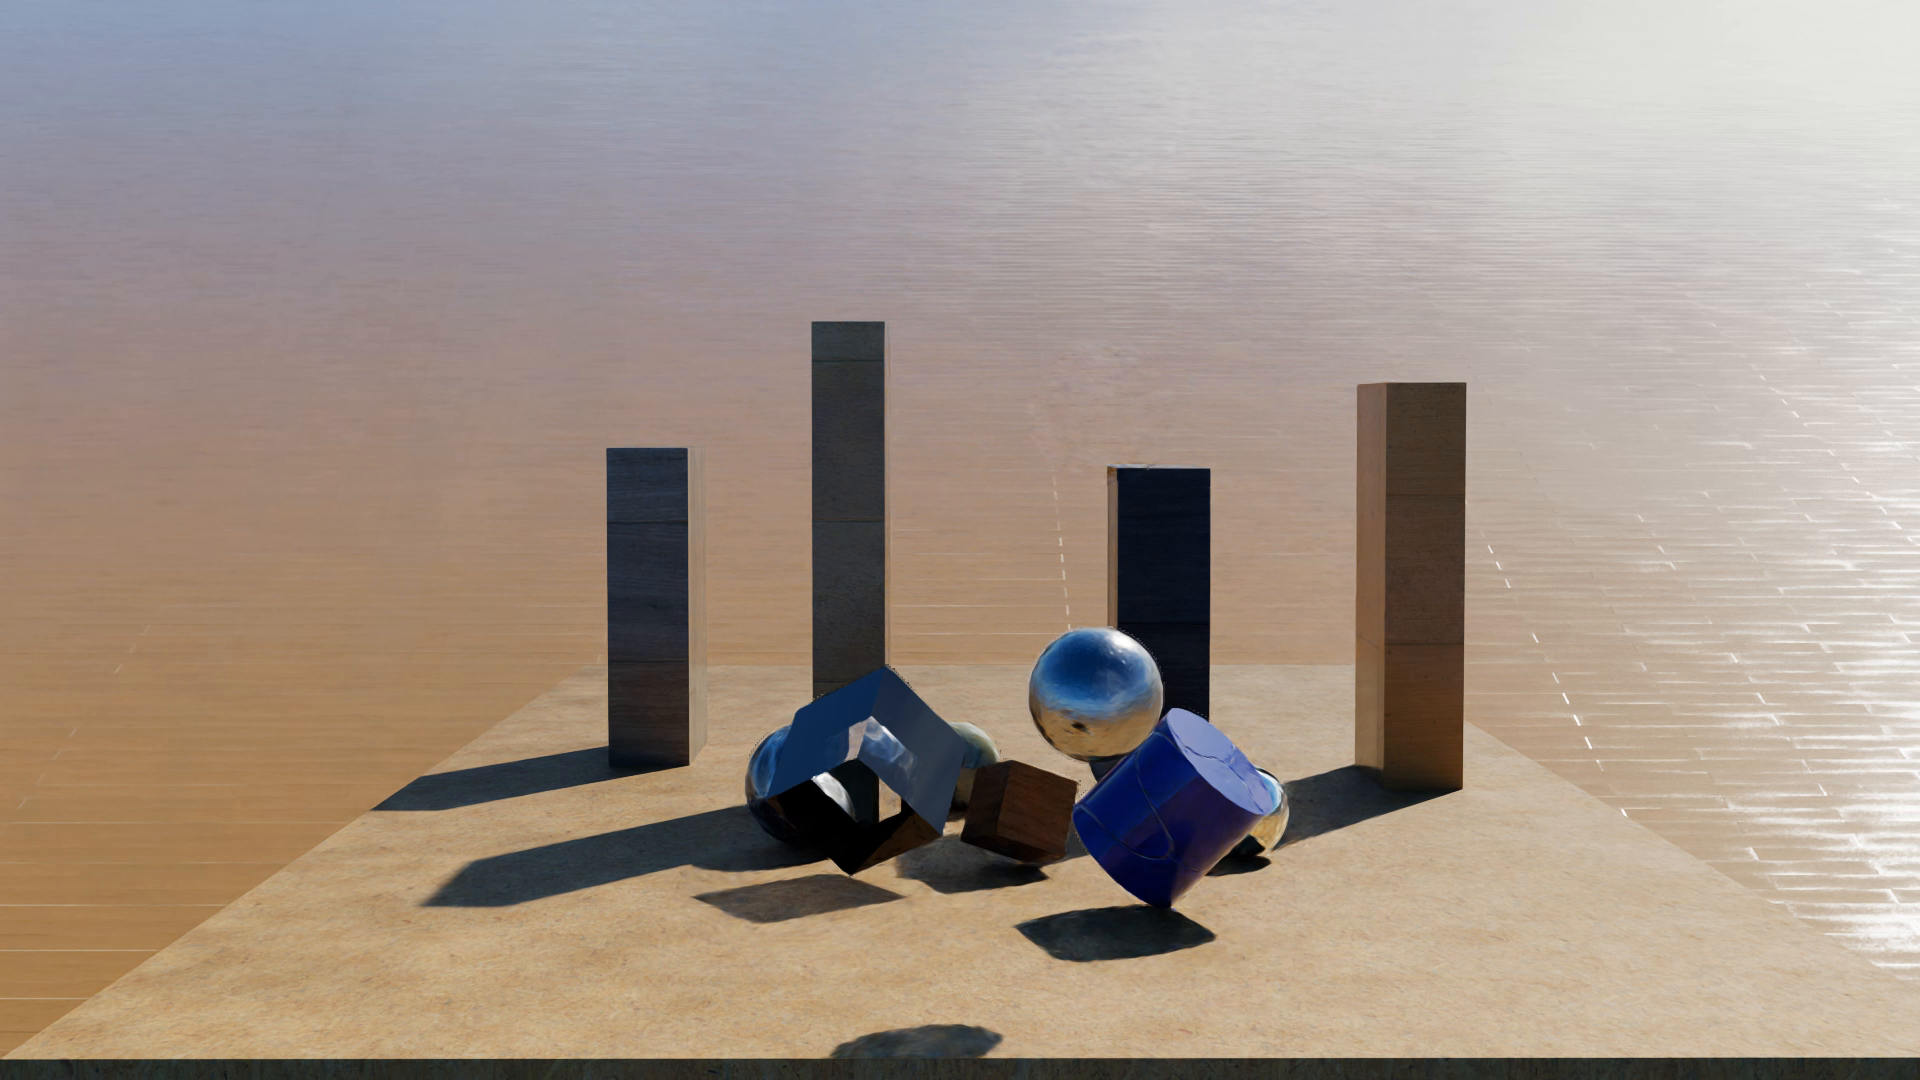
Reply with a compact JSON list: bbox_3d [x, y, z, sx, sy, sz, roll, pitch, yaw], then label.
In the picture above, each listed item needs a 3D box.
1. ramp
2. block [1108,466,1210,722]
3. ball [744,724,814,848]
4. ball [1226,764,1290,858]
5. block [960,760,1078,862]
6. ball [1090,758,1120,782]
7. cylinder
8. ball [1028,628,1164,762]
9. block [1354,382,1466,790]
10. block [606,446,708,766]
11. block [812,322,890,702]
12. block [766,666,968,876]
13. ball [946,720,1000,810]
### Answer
[{"bbox_3d":[0.051,0.464,4.534,2.000,0.100,4.000,0,3,0],"label":"ramp"},{"bbox_3d":[0.317,0.157,4.142,0.144,0.550,0.266,0,3,0],"label":"block"},{"bbox_3d":[-0.224,0.359,3.777,0.183,0.183,0.183,0,22,0],"label":"ball"},{"bbox_3d":[0.404,0.387,3.683,0.135,0.135,0.135,0,22,0],"label":"ball"},{"bbox_3d":[0.083,0.379,3.587,0.107,0.107,0.107,21,-20,-22],"label":"block"},{"bbox_3d":[0.265,0.333,3.949,0.135,0.135,0.135,0,22,0],"label":"ball"},{"bbox_3d":[0.270,0.341,3.272,0.180,0.180,0.180,37,20,-16],"label":"cylinder"},{"bbox_3d":[0.151,0.172,2.858,0.150,0.150,0.150,0,22,0],"label":"ball"},{"bbox_3d":[0.784,0.071,4.494,0.134,0.688,0.315,0,3,0],"label":"block"},{"bbox_3d":[-0.563,0.113,4.812,0.146,0.575,0.341,0,3,0],"label":"block"},{"bbox_3d":[-0.174,0.041,4.187,0.114,0.779,0.339,0,3,0],"label":"block"},{"bbox_3d":[-0.126,0.316,3.512,0.172,0.172,0.172,-28,29,34],"label":"block"},{"bbox_3d":[-0.006,0.362,4.136,0.142,0.142,0.142,0,22,0],"label":"ball"}]
